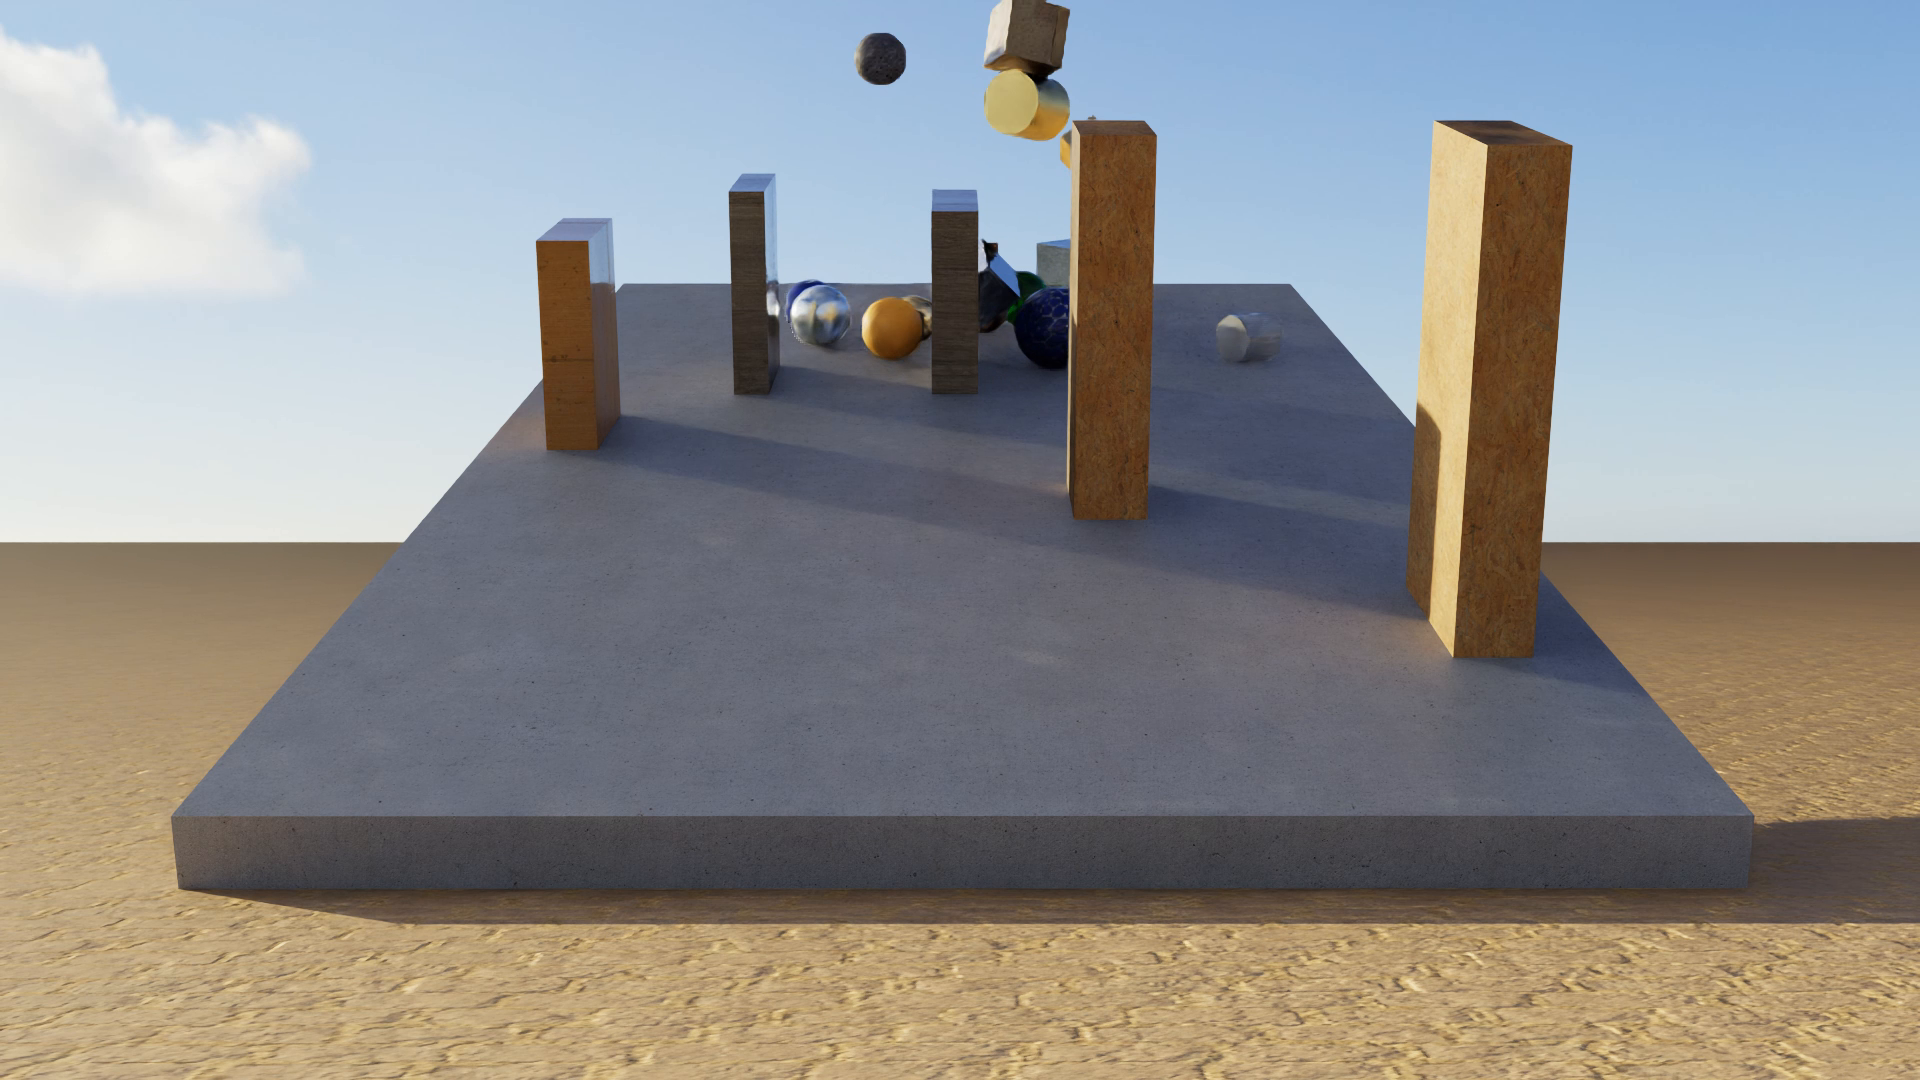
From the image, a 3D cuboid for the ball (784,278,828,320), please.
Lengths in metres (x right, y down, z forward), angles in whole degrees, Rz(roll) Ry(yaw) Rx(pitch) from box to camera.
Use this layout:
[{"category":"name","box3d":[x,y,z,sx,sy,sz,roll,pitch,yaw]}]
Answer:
[{"category":"ball","box3d":[-0.396,-0.625,5.882,0.139,0.139,0.139,0,0,0]}]

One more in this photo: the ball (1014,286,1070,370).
[{"category":"ball","box3d":[0.234,-0.519,5.411,0.202,0.202,0.202,0,0,0]}]

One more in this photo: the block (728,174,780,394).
[{"category":"block","box3d":[-0.486,-0.613,5.247,0.081,0.471,0.339,0,16,0]}]

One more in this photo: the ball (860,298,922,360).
[{"category":"ball","box3d":[-0.170,-0.529,5.527,0.155,0.155,0.155,0,0,0]}]

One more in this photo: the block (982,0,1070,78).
[{"category":"block","box3d":[0.186,-1.409,6.206,0.171,0.171,0.171,10,-5,-20]}]

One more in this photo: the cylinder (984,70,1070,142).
[{"category":"cylinder","box3d":[0.188,-1.216,6.194,0.178,0.178,0.178,0,3,33]}]

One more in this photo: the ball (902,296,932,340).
[{"category":"ball","box3d":[-0.122,-0.578,5.792,0.126,0.126,0.126,0,0,0]}]

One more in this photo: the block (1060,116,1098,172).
[{"category":"block","box3d":[0.353,-1.057,6.009,0.113,0.113,0.113,-35,-23,-13]}]

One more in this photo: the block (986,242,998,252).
[{"category":"block","box3d":[0.020,-0.754,6.217,0.134,0.134,0.134,1,-13,-35]}]

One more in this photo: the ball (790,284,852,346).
[{"category":"ball","box3d":[-0.359,-0.578,5.692,0.156,0.156,0.156,0,0,0]}]

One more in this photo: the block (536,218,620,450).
[{"category":"block","box3d":[-0.813,-0.446,4.731,0.107,0.439,0.333,0,16,0]}]

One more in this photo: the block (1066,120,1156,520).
[{"category":"block","box3d":[0.281,-0.416,4.150,0.137,0.708,0.267,0,16,0]}]

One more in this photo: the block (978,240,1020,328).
[{"category":"block","box3d":[0.056,-0.646,5.569,0.129,0.129,0.129,-36,-55,21]}]

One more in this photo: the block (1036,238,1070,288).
[{"category":"block","box3d":[0.326,-0.790,6.436,0.147,0.147,0.147,-13,21,-38]}]

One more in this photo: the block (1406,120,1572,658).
[{"category":"block","box3d":[0.814,-0.244,3.443,0.122,0.774,0.367,0,16,0]}]

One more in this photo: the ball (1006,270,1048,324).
[{"category":"ball","box3d":[0.167,-0.651,5.955,0.149,0.149,0.149,0,0,0]}]

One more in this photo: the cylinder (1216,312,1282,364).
[{"category":"cylinder","box3d":[0.718,-0.502,5.491,0.118,0.118,0.118,-9,5,-35]}]

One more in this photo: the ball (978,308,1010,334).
[{"category":"ball","box3d":[0.059,-0.621,5.860,0.145,0.145,0.145,0,0,0]}]

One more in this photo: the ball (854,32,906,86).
[{"category":"ball","box3d":[-0.229,-1.383,6.355,0.151,0.151,0.151,0,0,0]}]

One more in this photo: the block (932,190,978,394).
[{"category":"block","box3d":[-0.012,-0.599,5.284,0.108,0.426,0.390,0,16,0]}]

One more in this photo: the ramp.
[{"category":"ramp","box3d":[-0.002,-0.163,4.725,2.000,0.100,4.000,0,16,0]}]
